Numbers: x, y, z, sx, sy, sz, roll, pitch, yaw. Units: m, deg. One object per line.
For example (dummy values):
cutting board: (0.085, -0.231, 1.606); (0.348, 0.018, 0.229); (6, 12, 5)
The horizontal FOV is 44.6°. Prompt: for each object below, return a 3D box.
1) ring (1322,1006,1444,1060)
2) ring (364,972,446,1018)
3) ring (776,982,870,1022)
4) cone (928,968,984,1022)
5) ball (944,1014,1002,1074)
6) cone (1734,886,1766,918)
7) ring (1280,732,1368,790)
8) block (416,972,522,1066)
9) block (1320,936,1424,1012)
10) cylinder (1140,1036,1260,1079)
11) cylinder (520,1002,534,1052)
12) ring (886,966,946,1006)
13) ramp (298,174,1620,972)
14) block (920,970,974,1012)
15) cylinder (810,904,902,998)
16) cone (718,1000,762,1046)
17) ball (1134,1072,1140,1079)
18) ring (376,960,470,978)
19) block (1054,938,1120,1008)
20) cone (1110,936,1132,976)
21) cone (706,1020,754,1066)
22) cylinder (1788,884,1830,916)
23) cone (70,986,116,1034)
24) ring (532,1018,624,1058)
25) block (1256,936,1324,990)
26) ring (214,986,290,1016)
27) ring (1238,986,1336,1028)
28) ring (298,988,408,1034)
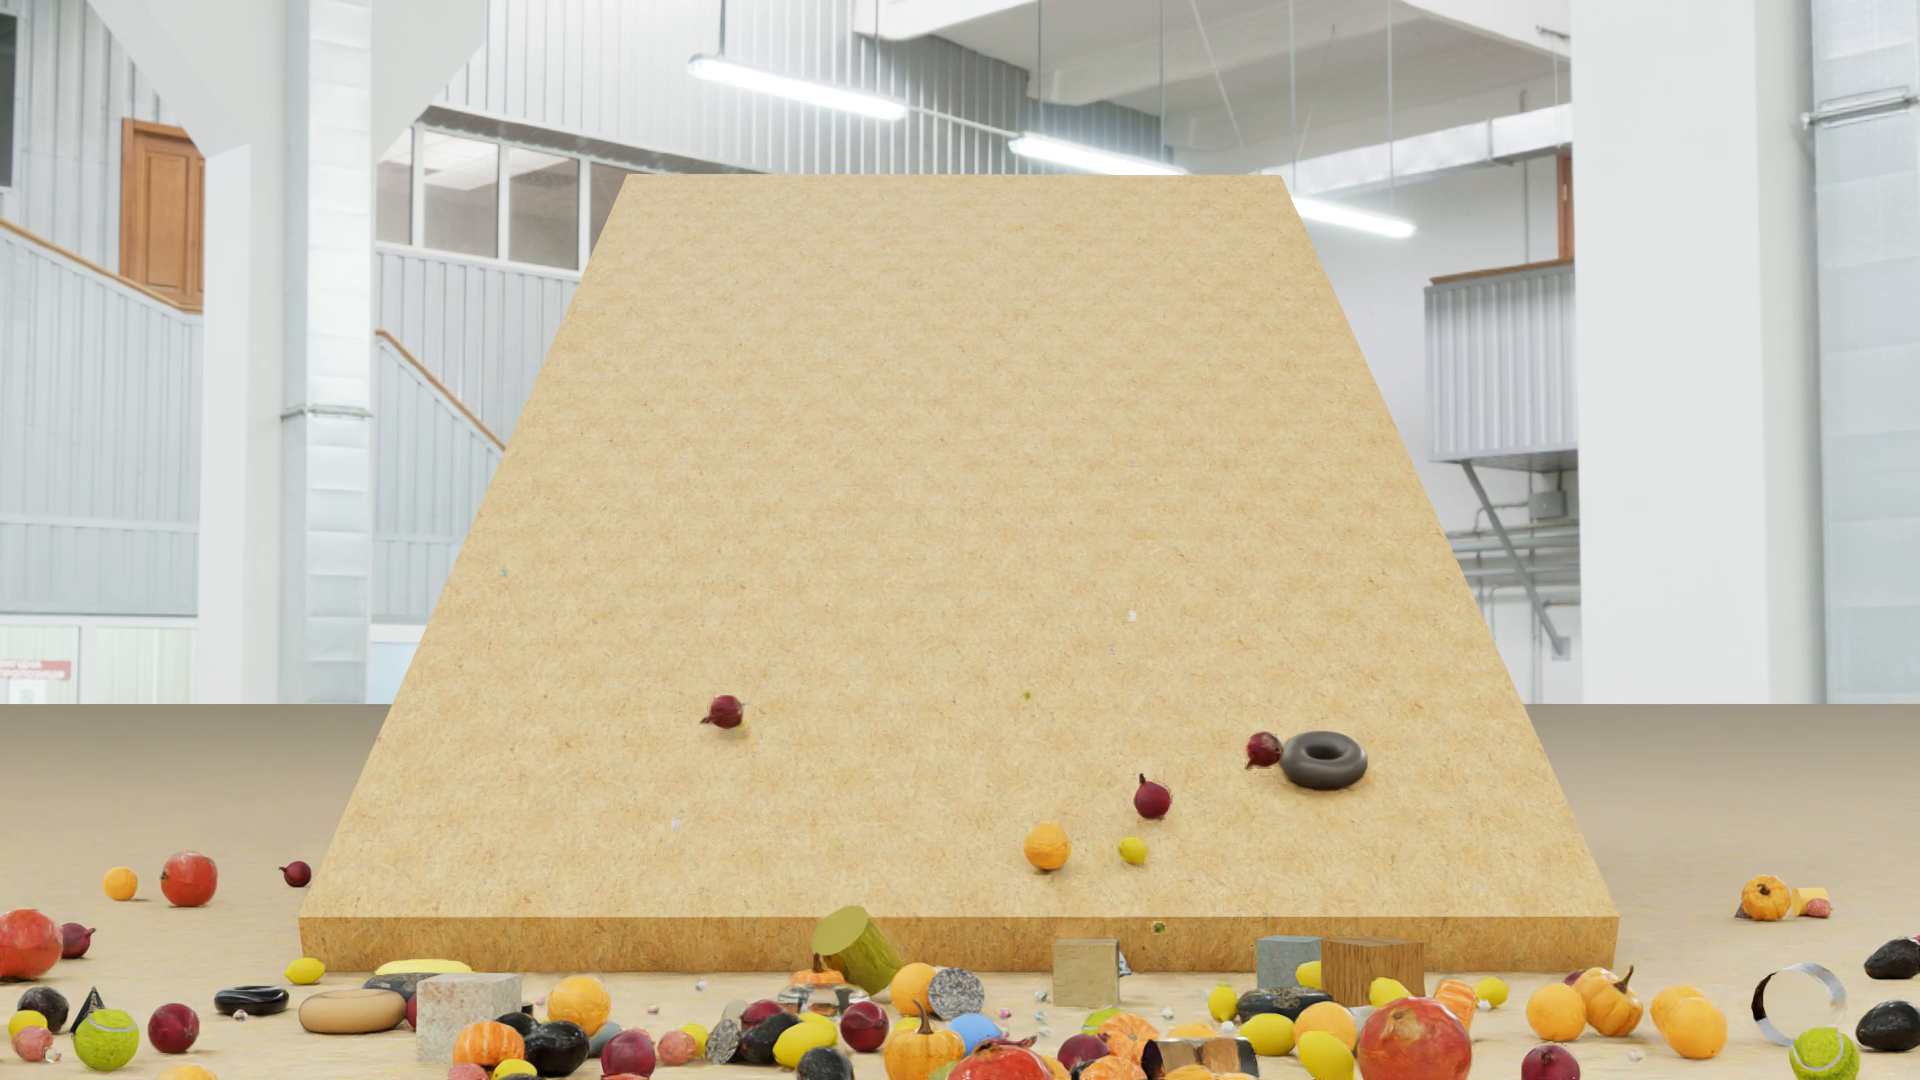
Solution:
ring: (0.500, 0.582, 2.768); (0.143, 0.048, 0.143); (1, -3, 0)
ring: (-0.721, 0.605, 3.115); (0.149, 0.050, 0.149); (1, -5, 0)
ring: (-0.180, 0.607, 3.078); (0.123, 0.041, 0.123); (1, -5, 0)
cone: (-0.011, 0.610, 3.073); (0.075, 0.075, 0.075); (1, -30, -11)
ball: (0.014, 0.562, 2.616); (0.066, 0.066, 0.066); (0, -4, 0)
cone: (1.508, 0.691, 4.472); (0.058, 0.058, 0.058); (0, -4, 0)
ring: (0.608, 0.368, 3.921); (0.148, 0.049, 0.148); (-1, 25, 1)
block: (-0.572, 0.557, 2.729); (0.093, 0.093, 0.093); (-1, -4, 9)
block: (0.547, 0.581, 3.107); (0.096, 0.096, 0.096); (2, -4, -31)
cylinder: (0.230, 0.525, 2.251); (0.092, 0.092, 0.092); (0, -4, -11)
cylinder: (-0.537, 0.581, 2.796); (0.053, 0.053, 0.053); (0, -4, 0)
ring: (-0.046, 0.614, 3.223); (0.111, 0.037, 0.111); (-7, 1, 0)
ramp: (-0.009, -0.229, 5.375); (2.000, 0.100, 4.000); (0, 25, 0)
block: (-0.017, 0.606, 3.138); (0.051, 0.051, 0.051); (-3, -5, 37)
cylinder: (-0.143, 0.567, 3.223); (0.091, 0.091, 0.091); (-25, 28, 15)
cone: (-0.283, 0.598, 2.843); (0.060, 0.060, 0.060); (-34, -23, 31)
ball: (0.201, 0.546, 2.319); (0.060, 0.060, 0.060); (0, -4, 0)
ring: (-0.756, 0.620, 3.303); (0.138, 0.046, 0.138); (1, -5, 0)
block: (0.173, 0.594, 3.207); (0.084, 0.084, 0.084); (-1, -4, 8)
cone: (0.232, 0.629, 3.553); (0.060, 0.060, 0.060); (0, -4, 0)
cone: (-0.256, 0.589, 2.701); (0.054, 0.054, 0.054); (-4, -32, 44)
cylinder: (1.636, 0.696, 4.508); (0.053, 0.053, 0.053); (29, -12, -14)
cone: (-1.095, 0.591, 2.958); (0.056, 0.056, 0.056); (0, -4, 0)
ring: (-0.452, 0.588, 2.765); (0.109, 0.036, 0.109); (-1, -2, 0)
block: (0.472, 0.606, 3.335); (0.076, 0.076, 0.076); (-2, -4, 27)
ring: (-0.945, 0.614, 3.123); (0.098, 0.033, 0.098); (-1, -5, 0)
ring: (0.420, 0.601, 3.010); (0.127, 0.042, 0.127); (-1, -3, 0)
ring: (-0.770, 0.597, 2.968); (0.134, 0.045, 0.134); (-1, -4, 0)
